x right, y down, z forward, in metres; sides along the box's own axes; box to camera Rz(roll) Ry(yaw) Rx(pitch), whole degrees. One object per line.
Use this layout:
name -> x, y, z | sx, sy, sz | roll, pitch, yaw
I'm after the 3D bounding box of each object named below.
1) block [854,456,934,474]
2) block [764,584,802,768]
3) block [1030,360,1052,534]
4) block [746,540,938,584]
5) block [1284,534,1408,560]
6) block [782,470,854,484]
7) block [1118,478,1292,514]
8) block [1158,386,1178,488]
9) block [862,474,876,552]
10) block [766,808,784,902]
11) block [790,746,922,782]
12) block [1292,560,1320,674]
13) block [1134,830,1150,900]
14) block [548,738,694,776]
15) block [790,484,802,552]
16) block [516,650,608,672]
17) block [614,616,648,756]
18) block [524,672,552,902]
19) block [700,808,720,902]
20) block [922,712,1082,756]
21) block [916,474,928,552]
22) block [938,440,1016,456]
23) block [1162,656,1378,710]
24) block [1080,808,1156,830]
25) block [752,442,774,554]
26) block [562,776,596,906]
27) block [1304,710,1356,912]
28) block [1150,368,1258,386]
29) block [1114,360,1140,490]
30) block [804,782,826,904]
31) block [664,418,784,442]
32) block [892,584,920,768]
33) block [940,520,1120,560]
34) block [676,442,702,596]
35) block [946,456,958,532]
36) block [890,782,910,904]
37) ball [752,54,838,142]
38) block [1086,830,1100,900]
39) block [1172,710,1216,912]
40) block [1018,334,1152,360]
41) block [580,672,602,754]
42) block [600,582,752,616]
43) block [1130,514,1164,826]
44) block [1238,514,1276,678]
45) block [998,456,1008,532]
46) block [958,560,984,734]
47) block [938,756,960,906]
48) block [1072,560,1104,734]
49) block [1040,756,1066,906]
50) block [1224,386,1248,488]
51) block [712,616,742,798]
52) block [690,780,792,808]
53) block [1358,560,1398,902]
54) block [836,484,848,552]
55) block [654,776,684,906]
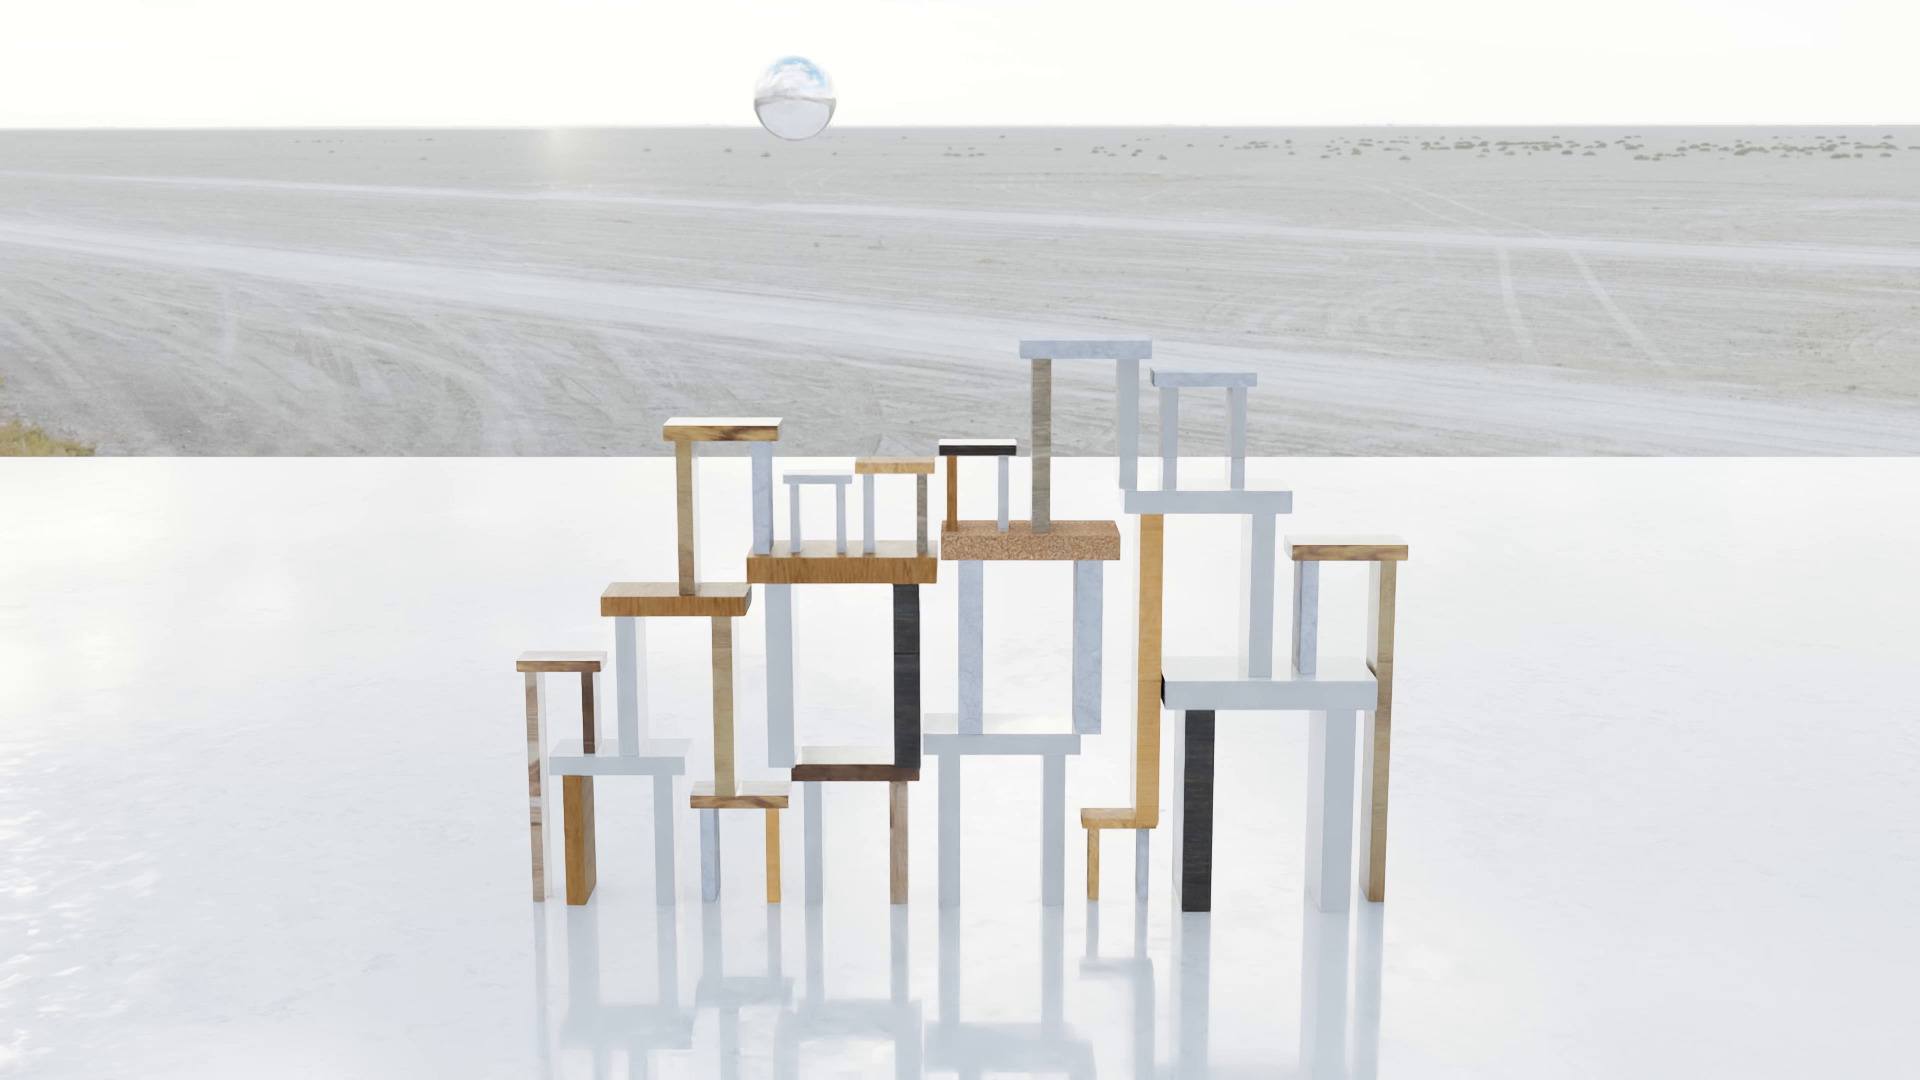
block -> -0.104, -0.120, 3.534 | 0.128, 0.018, 0.064 | 0, 11, -1
block -> -0.289, 0.205, 3.600 | 0.043, 0.303, 0.152 | 0, 11, 0
block -> 0.129, -0.157, 3.533 | 0.029, 0.279, 0.103 | 0, 11, 0
block -> -0.188, 0.035, 3.568 | 0.303, 0.043, 0.152 | 0, 11, 0
block -> 0.625, 0.012, 3.567 | 0.186, 0.026, 0.093 | 0, 11, 0
block -> -0.228, -0.102, 3.536 | 0.111, 0.016, 0.055 | 0, 11, 0
block -> 0.394, -0.072, 3.549 | 0.266, 0.038, 0.133 | 0, 11, 0
block -> 0.334, -0.169, 3.528 | 0.023, 0.162, 0.081 | 0, 11, 0
block -> -0.146, -0.048, 3.547 | 0.018, 0.128, 0.064 | 0, 11, 0
block -> -0.307, 0.511, 3.651 | 0.023, 0.161, 0.081 | 0, 11, 0
block -> -0.170, 0.369, 3.629 | 0.210, 0.030, 0.105 | 0, 11, 0
block -> 0.563, 0.117, 3.586 | 0.026, 0.186, 0.093 | 0, 11, 0
block -> 0.303, 0.530, 3.657 | 0.017, 0.122, 0.061 | 0, 11, 0
block -> -0.557, 0.357, 3.626 | 0.221, 0.031, 0.111 | 0, 11, 0
block -> -0.265, -0.039, 3.548 | 0.016, 0.111, 0.055 | 0, 11, 0
block -> -0.650, 0.198, 3.592 | 0.137, 0.019, 0.068 | 0, 11, 0
block -> -0.538, 0.227, 3.606 | 0.033, 0.232, 0.116 | 0, 11, 0
block -> -0.695, 0.399, 3.629 | 0.019, 0.390, 0.068 | 0, 11, 0
block -> -0.414, 0.511, 3.651 | 0.023, 0.161, 0.081 | 0, 11, 0
block -> 0.068, 0.319, 3.624 | 0.257, 0.036, 0.128 | 0, 11, 0
block -> -0.061, -0.048, 3.548 | 0.018, 0.128, 0.064 | 0, 11, 0
block -> 0.028, -0.149, 3.530 | 0.123, 0.017, 0.062 | 0, 11, 0
block -> 0.498, 0.233, 3.600 | 0.339, 0.048, 0.170 | 0, 11, 0
block -> 0.262, 0.461, 3.645 | 0.122, 0.017, 0.061 | 0, 11, 0
block -> -0.318, -0.075, 3.547 | 0.026, 0.182, 0.091 | 0, 11, 0
block -> -0.631, 0.481, 3.649 | 0.031, 0.221, 0.111 | 0, 11, 0
block -> 0.611, 0.424, 3.635 | 0.048, 0.339, 0.170 | 0, 11, 0
block -> 0.388, -0.260, 3.511 | 0.162, 0.023, 0.081 | 0, 11, 0
block -> 0.267, -0.192, 3.527 | 0.029, 0.207, 0.103 | 0, 11, 0
block -> -0.240, 0.487, 3.651 | 0.030, 0.210, 0.105 | 0, 11, 0
block -> -0.379, -0.178, 3.528 | 0.182, 0.026, 0.091 | 0, 11, 1
block -> -0.087, 0.205, 3.599 | 0.043, 0.303, 0.152 | 0, 11, -1
block -> 0.112, 0.000, 3.564 | 0.286, 0.041, 0.143 | 0, 11, 0
block -> -0.439, -0.042, 3.554 | 0.026, 0.250, 0.091 | 0, 11, 0
block -> -0.013, -0.079, 3.543 | 0.017, 0.123, 0.062 | 0, 11, 0
block -> -0.101, 0.487, 3.651 | 0.030, 0.210, 0.105 | 0, 11, 0
ball -> -0.471, -1.260, 6.263 | 0.244, 0.244, 0.244 | 0, 11, 0
block -> 0.221, 0.530, 3.658 | 0.017, 0.122, 0.061 | 0, 11, 0
block -> 0.385, 0.424, 3.635 | 0.048, 0.339, 0.170 | 0, 11, 0
block -> 0.198, -0.308, 3.505 | 0.207, 0.029, 0.104 | 0, 11, 0
block -> -0.604, 0.275, 3.606 | 0.019, 0.137, 0.068 | 0, 11, 0
block -> -0.460, 0.096, 3.581 | 0.232, 0.033, 0.116 | 0, 11, 0
block -> 0.305, 0.199, 3.599 | 0.038, 0.514, 0.133 | 0, 11, 0
block -> 0.482, 0.078, 3.577 | 0.038, 0.266, 0.133 | 0, 11, 0
block -> 0.069, -0.079, 3.542 | 0.017, 0.123, 0.062 | 0, 11, 0
block -> 0.017, 0.160, 3.595 | 0.041, 0.286, 0.143 | 0, 11, 0
block -> -0.018, 0.463, 3.650 | 0.036, 0.257, 0.128 | 0, 11, 0
block -> 0.208, 0.161, 3.594 | 0.041, 0.286, 0.143 | 0, 11, 0
block -> 0.153, 0.463, 3.650 | 0.036, 0.257, 0.128 | 0, 11, 0
block -> 0.442, -0.169, 3.528 | 0.023, 0.162, 0.081 | 0, 11, 0
block -> -0.383, 0.260, 3.612 | 0.033, 0.301, 0.116 | 0, 11, 0
block -> -0.361, 0.421, 3.634 | 0.161, 0.023, 0.081 | 0, 11, 0
block -> 0.687, 0.307, 3.622 | 0.026, 0.574, 0.093 | 0, 11, 0
block -> -0.191, -0.040, 3.548 | 0.016, 0.111, 0.055 | 0, 11, 0
block -> -0.483, 0.481, 3.649 | 0.031, 0.221, 0.111 | 0, 11, 0
